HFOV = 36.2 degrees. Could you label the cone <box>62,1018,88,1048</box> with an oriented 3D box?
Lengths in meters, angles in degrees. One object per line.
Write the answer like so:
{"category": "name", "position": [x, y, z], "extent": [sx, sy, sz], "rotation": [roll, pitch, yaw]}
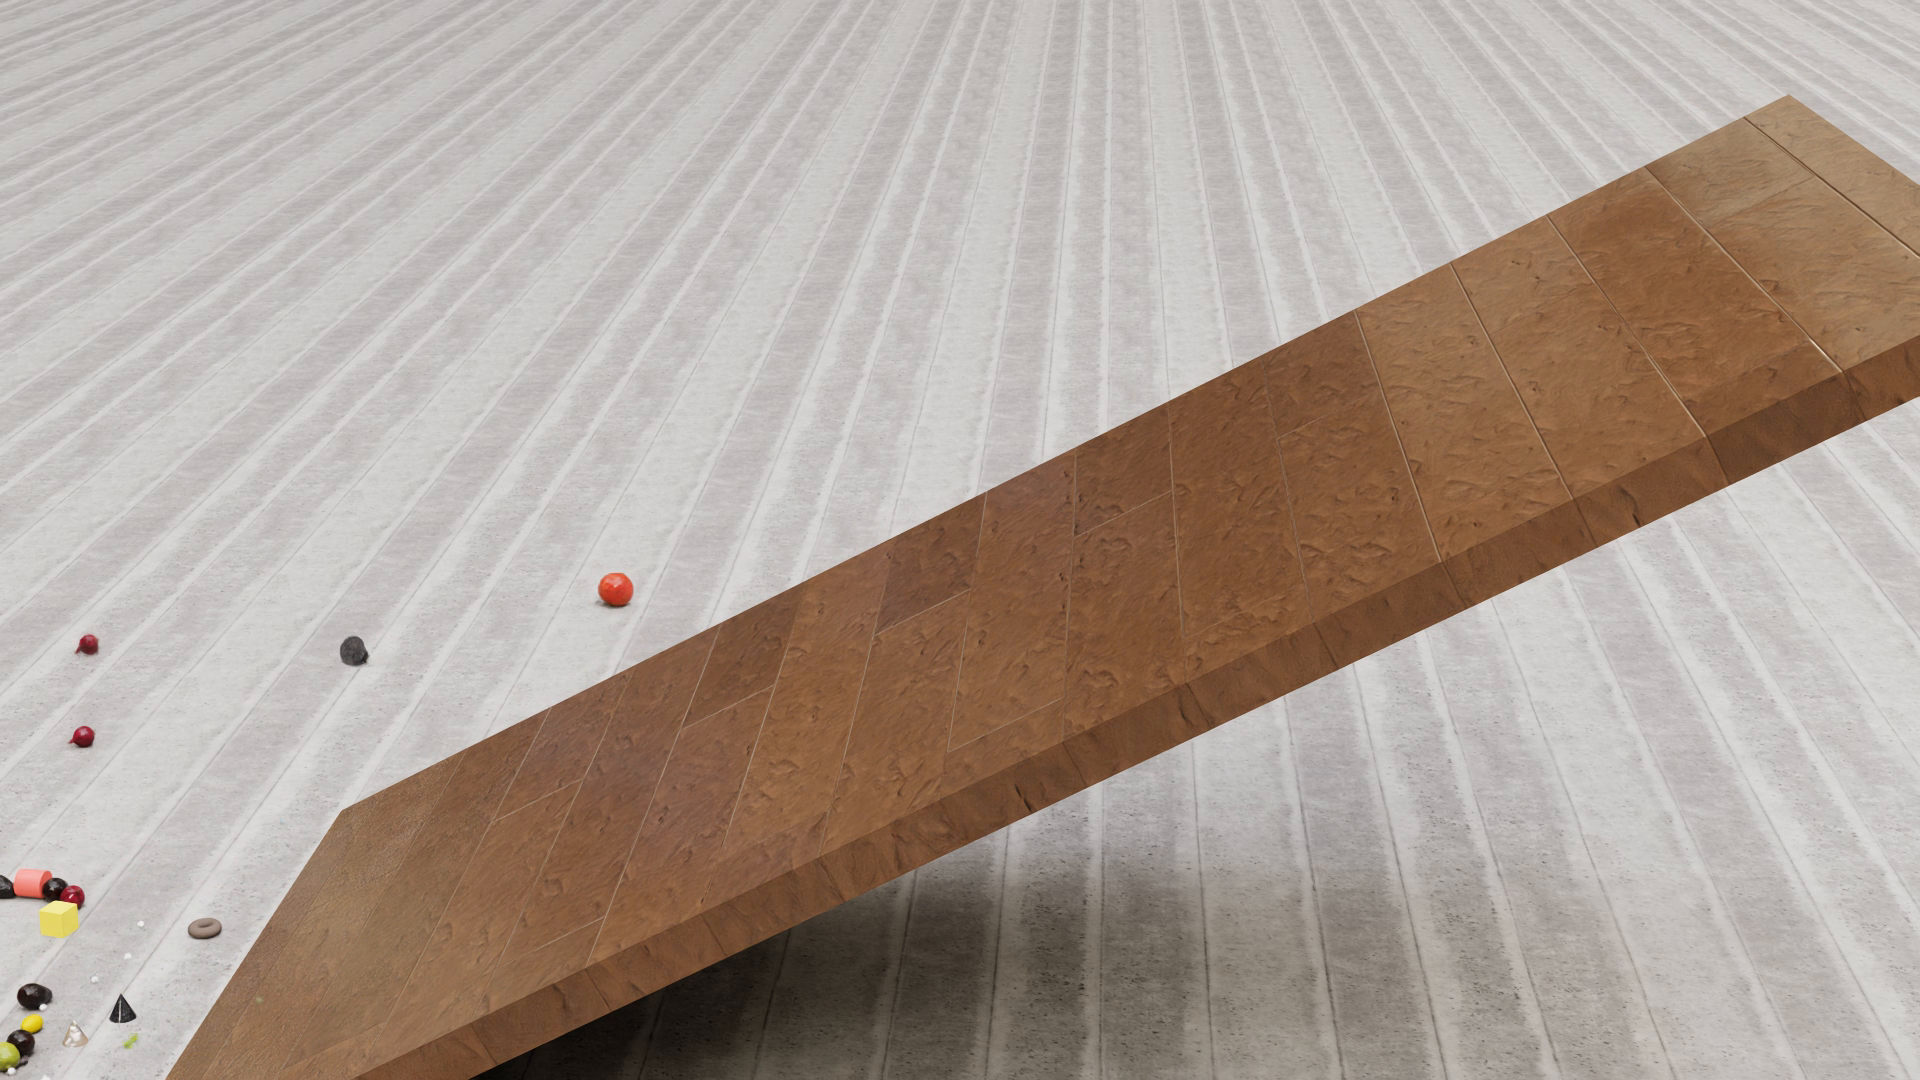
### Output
{"category": "cone", "position": [-1.966, 1.089, 6.529], "extent": [0.057, 0.057, 0.057], "rotation": [0, 17, 0]}

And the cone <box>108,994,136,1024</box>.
{"category": "cone", "position": [-1.894, 1.050, 6.645], "extent": [0.061, 0.061, 0.061], "rotation": [0, 17, 0]}

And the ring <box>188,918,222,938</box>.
{"category": "ring", "position": [-1.817, 0.934, 7.077], "extent": [0.081, 0.027, 0.081], "rotation": [-1, 19, 0]}

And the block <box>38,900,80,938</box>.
{"category": "block", "position": [-2.170, 0.914, 7.083], "extent": [0.063, 0.063, 0.063], "rotation": [6, 18, 19]}

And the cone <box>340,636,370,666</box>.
{"category": "cone", "position": [-1.822, 0.345, 8.948], "extent": [0.092, 0.092, 0.092], "rotation": [8, -8, 25]}

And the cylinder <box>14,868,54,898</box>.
{"category": "cylinder", "position": [-2.293, 0.850, 7.278], "extent": [0.069, 0.069, 0.069], "rotation": [3, 18, 11]}

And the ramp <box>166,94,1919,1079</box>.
{"category": "ramp", "position": [0.141, 0.167, 6.281], "extent": [4.000, 0.100, 2.000], "rotation": [-26, 14, 11]}
